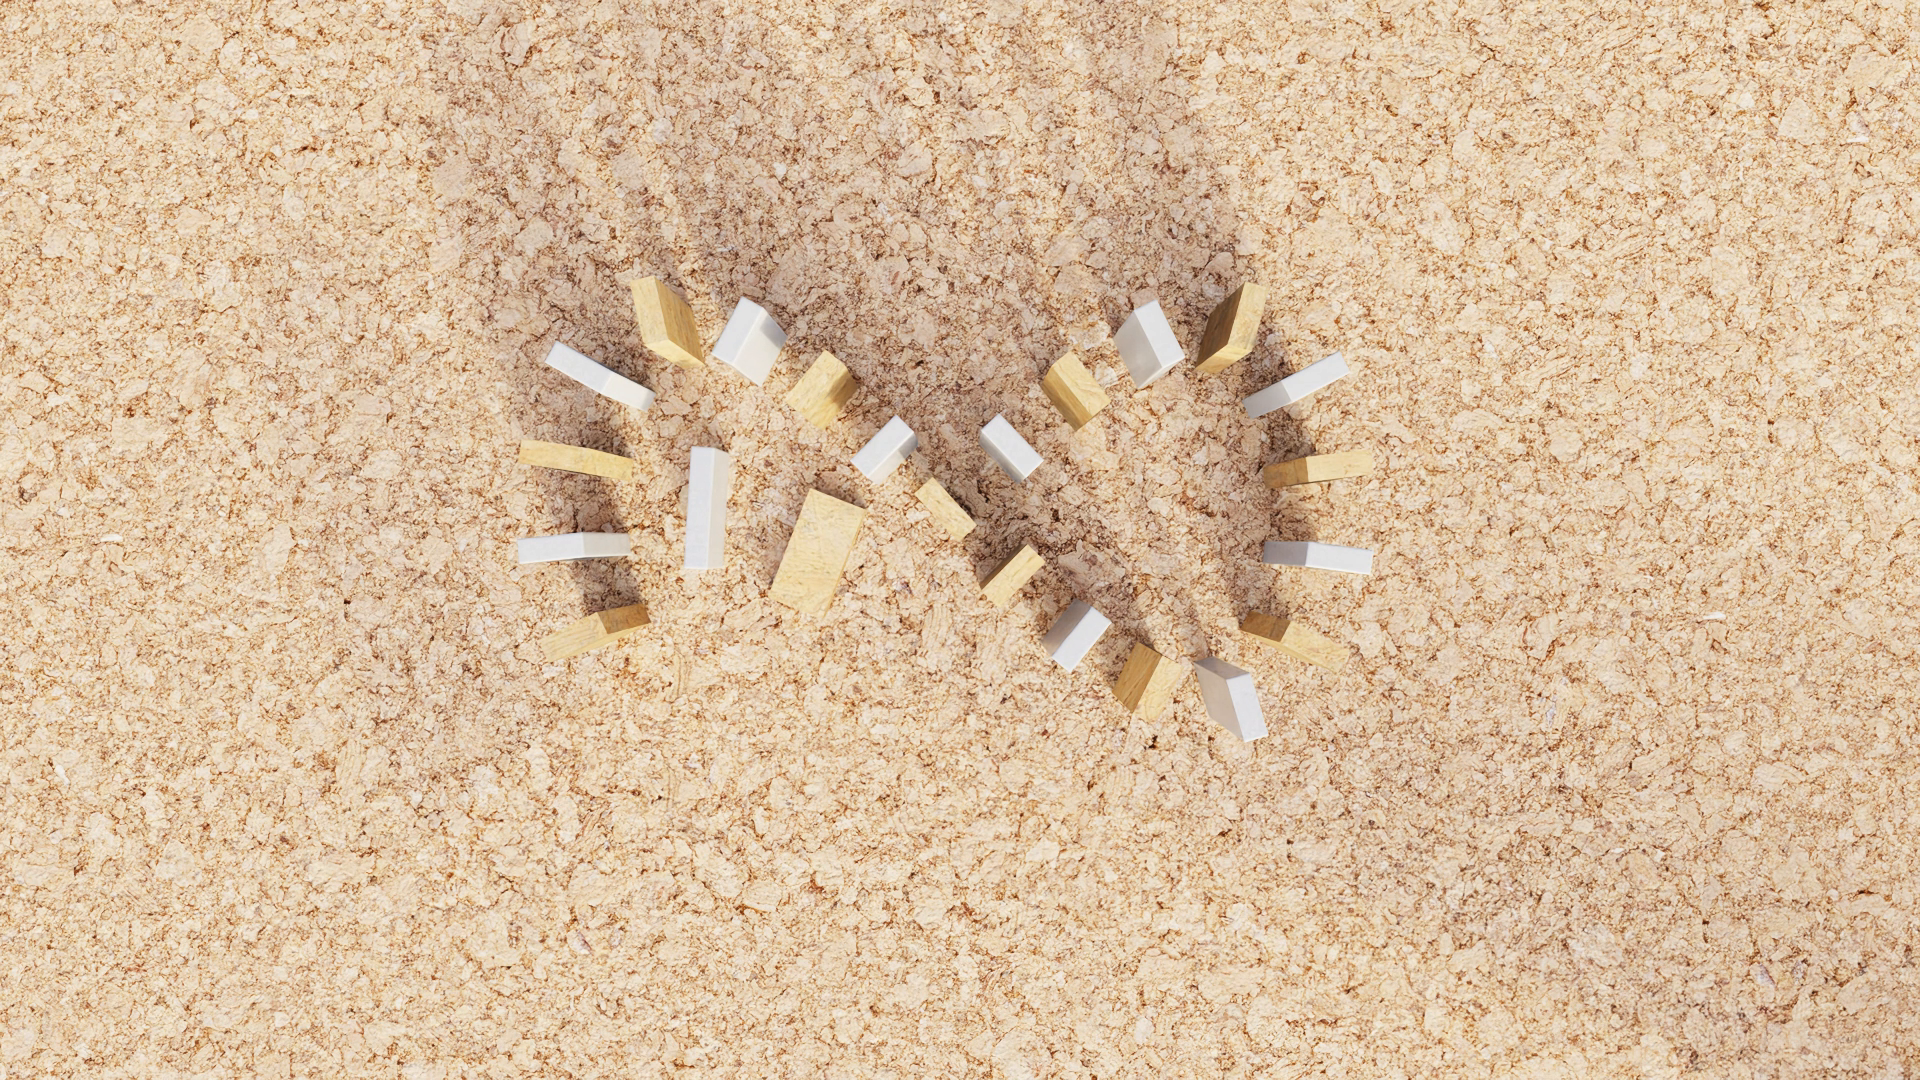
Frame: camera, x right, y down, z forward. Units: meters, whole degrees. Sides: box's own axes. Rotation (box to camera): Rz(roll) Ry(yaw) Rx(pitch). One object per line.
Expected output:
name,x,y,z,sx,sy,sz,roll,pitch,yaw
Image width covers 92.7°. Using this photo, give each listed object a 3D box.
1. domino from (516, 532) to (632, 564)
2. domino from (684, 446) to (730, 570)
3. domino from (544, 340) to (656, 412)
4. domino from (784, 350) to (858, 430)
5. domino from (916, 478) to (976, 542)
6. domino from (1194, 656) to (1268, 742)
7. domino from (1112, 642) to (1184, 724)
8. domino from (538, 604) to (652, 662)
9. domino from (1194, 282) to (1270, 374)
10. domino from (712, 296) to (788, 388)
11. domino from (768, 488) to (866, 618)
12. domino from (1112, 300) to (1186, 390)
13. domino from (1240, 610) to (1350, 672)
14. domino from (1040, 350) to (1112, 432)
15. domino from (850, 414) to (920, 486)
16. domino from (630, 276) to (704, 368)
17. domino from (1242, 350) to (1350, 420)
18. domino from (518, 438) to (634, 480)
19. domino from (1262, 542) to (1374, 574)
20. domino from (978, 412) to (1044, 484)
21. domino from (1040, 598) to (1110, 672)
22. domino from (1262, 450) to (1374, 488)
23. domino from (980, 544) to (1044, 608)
domino,-0.156,0.003,0.375,0.025,0.050,0.009,-6,90,0
domino,-0.107,-0.013,0.388,0.010,0.025,0.050,4,90,0
domino,-0.146,-0.066,0.375,0.025,0.050,0.010,29,90,0
domino,-0.056,-0.060,0.375,0.009,0.050,0.025,39,90,0
domino,-0.006,-0.012,0.375,0.010,0.050,0.025,-42,90,0
domino,0.110,0.064,0.375,0.009,0.050,0.025,-16,90,0
domino,0.076,0.057,0.375,0.009,0.050,0.025,27,90,0
domino,-0.148,0.037,0.375,0.025,0.050,0.009,-26,90,0
domino,0.110,-0.085,0.375,0.010,0.050,0.025,16,90,0
domino,-0.085,-0.080,0.375,0.009,0.050,0.025,28,90,0
domino,-0.061,0.006,0.395,0.025,0.010,0.050,21,90,0
domino,0.076,-0.079,0.375,0.010,0.050,0.025,-27,90,0
domino,0.136,0.041,0.375,0.025,0.050,0.010,28,90,0
domino,0.046,-0.060,0.375,0.009,0.050,0.025,-39,90,0
domino,-0.030,-0.036,0.375,0.025,0.050,0.010,-45,90,0
domino,-0.119,-0.088,0.375,0.009,0.050,0.025,-13,90,0
domino,0.136,-0.063,0.375,0.025,0.050,0.010,-27,90,0
domino,-0.156,-0.032,0.375,0.025,0.050,0.010,8,90,0
domino,0.145,0.007,0.375,0.025,0.050,0.010,8,90,0
domino,0.020,-0.036,0.375,0.010,0.050,0.025,-44,90,0
domino,0.046,0.038,0.375,0.009,0.050,0.025,39,90,0
domino,0.145,-0.028,0.375,0.025,0.050,0.009,-7,90,0
domino,0.020,0.014,0.375,0.009,0.050,0.025,45,90,0
